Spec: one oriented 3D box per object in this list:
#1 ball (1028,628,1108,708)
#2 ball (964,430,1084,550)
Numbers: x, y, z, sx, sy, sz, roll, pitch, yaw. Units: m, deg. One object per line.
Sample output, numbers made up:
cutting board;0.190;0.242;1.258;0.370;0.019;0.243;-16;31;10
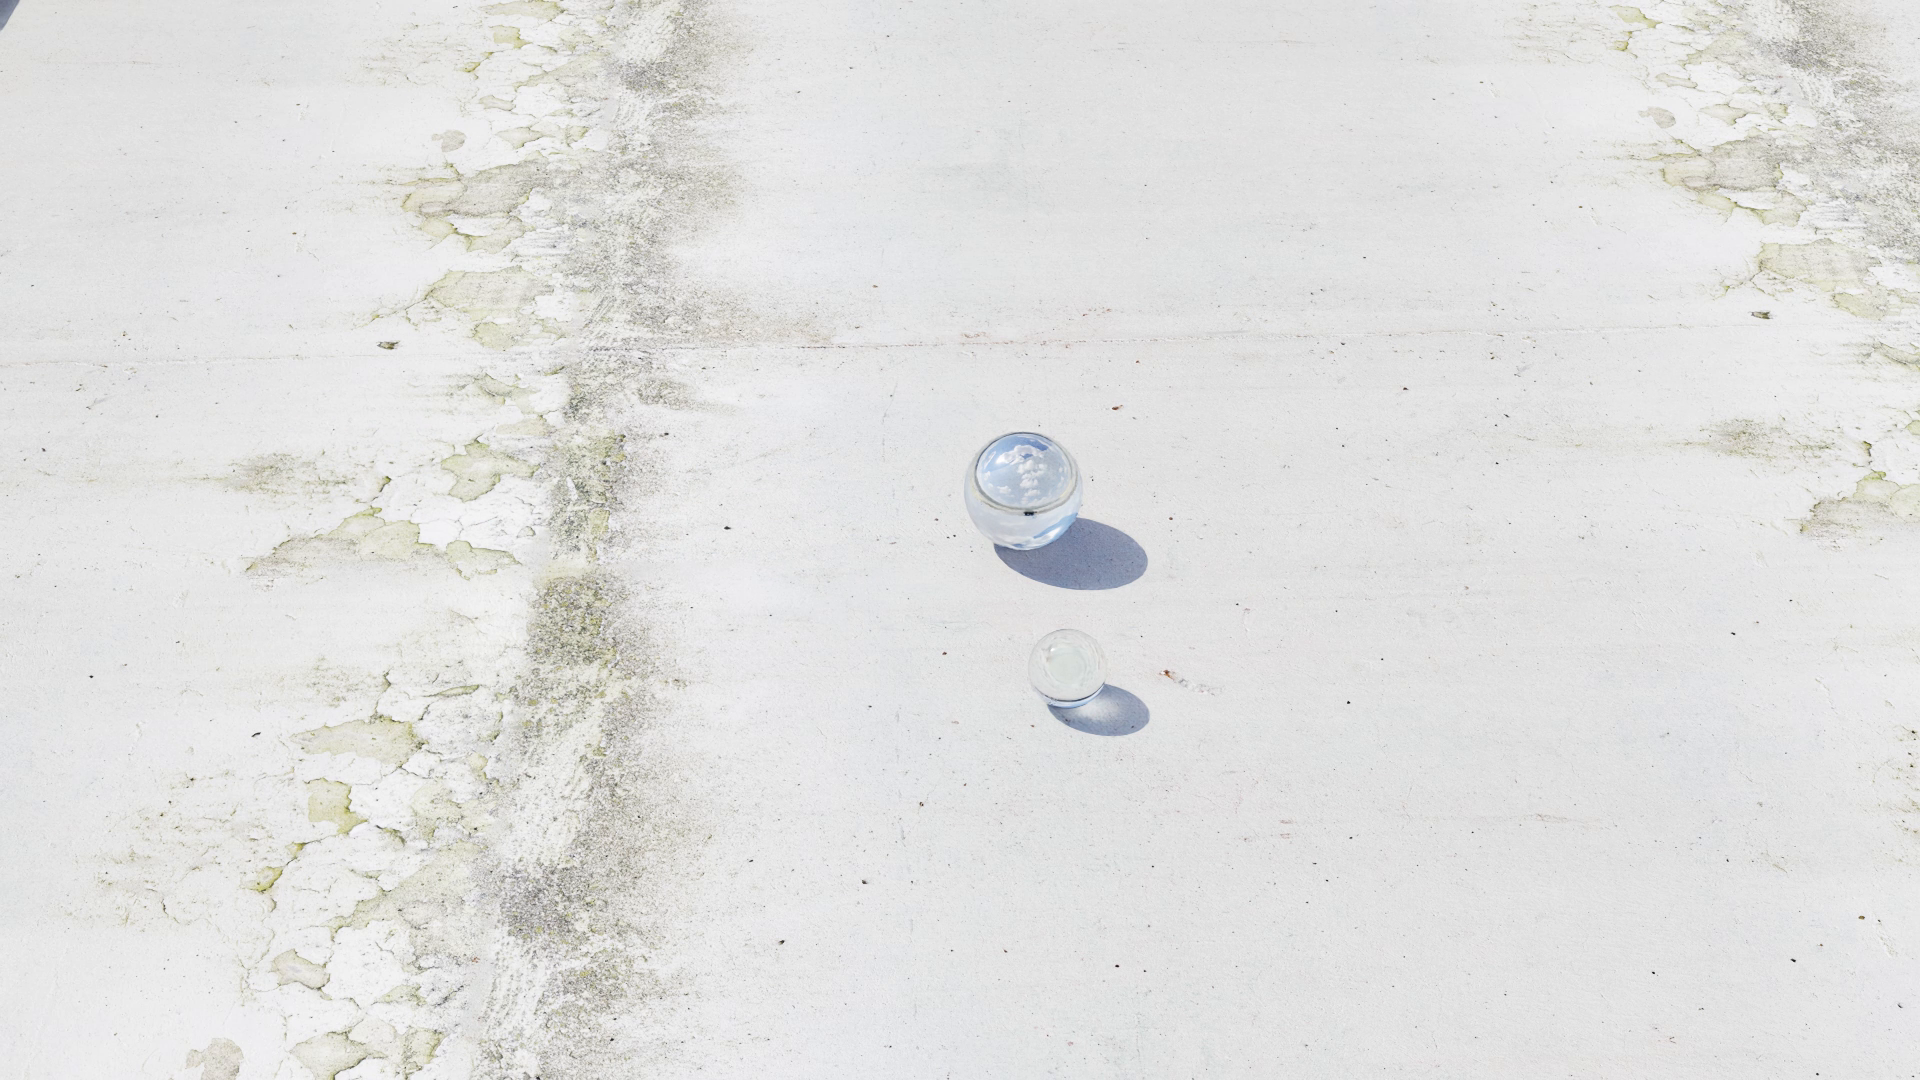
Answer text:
ball;0.063;0.076;1.514;0.047;0.047;0.047;0;36;0
ball;0.040;-0.032;1.635;0.077;0.077;0.077;0;36;0
